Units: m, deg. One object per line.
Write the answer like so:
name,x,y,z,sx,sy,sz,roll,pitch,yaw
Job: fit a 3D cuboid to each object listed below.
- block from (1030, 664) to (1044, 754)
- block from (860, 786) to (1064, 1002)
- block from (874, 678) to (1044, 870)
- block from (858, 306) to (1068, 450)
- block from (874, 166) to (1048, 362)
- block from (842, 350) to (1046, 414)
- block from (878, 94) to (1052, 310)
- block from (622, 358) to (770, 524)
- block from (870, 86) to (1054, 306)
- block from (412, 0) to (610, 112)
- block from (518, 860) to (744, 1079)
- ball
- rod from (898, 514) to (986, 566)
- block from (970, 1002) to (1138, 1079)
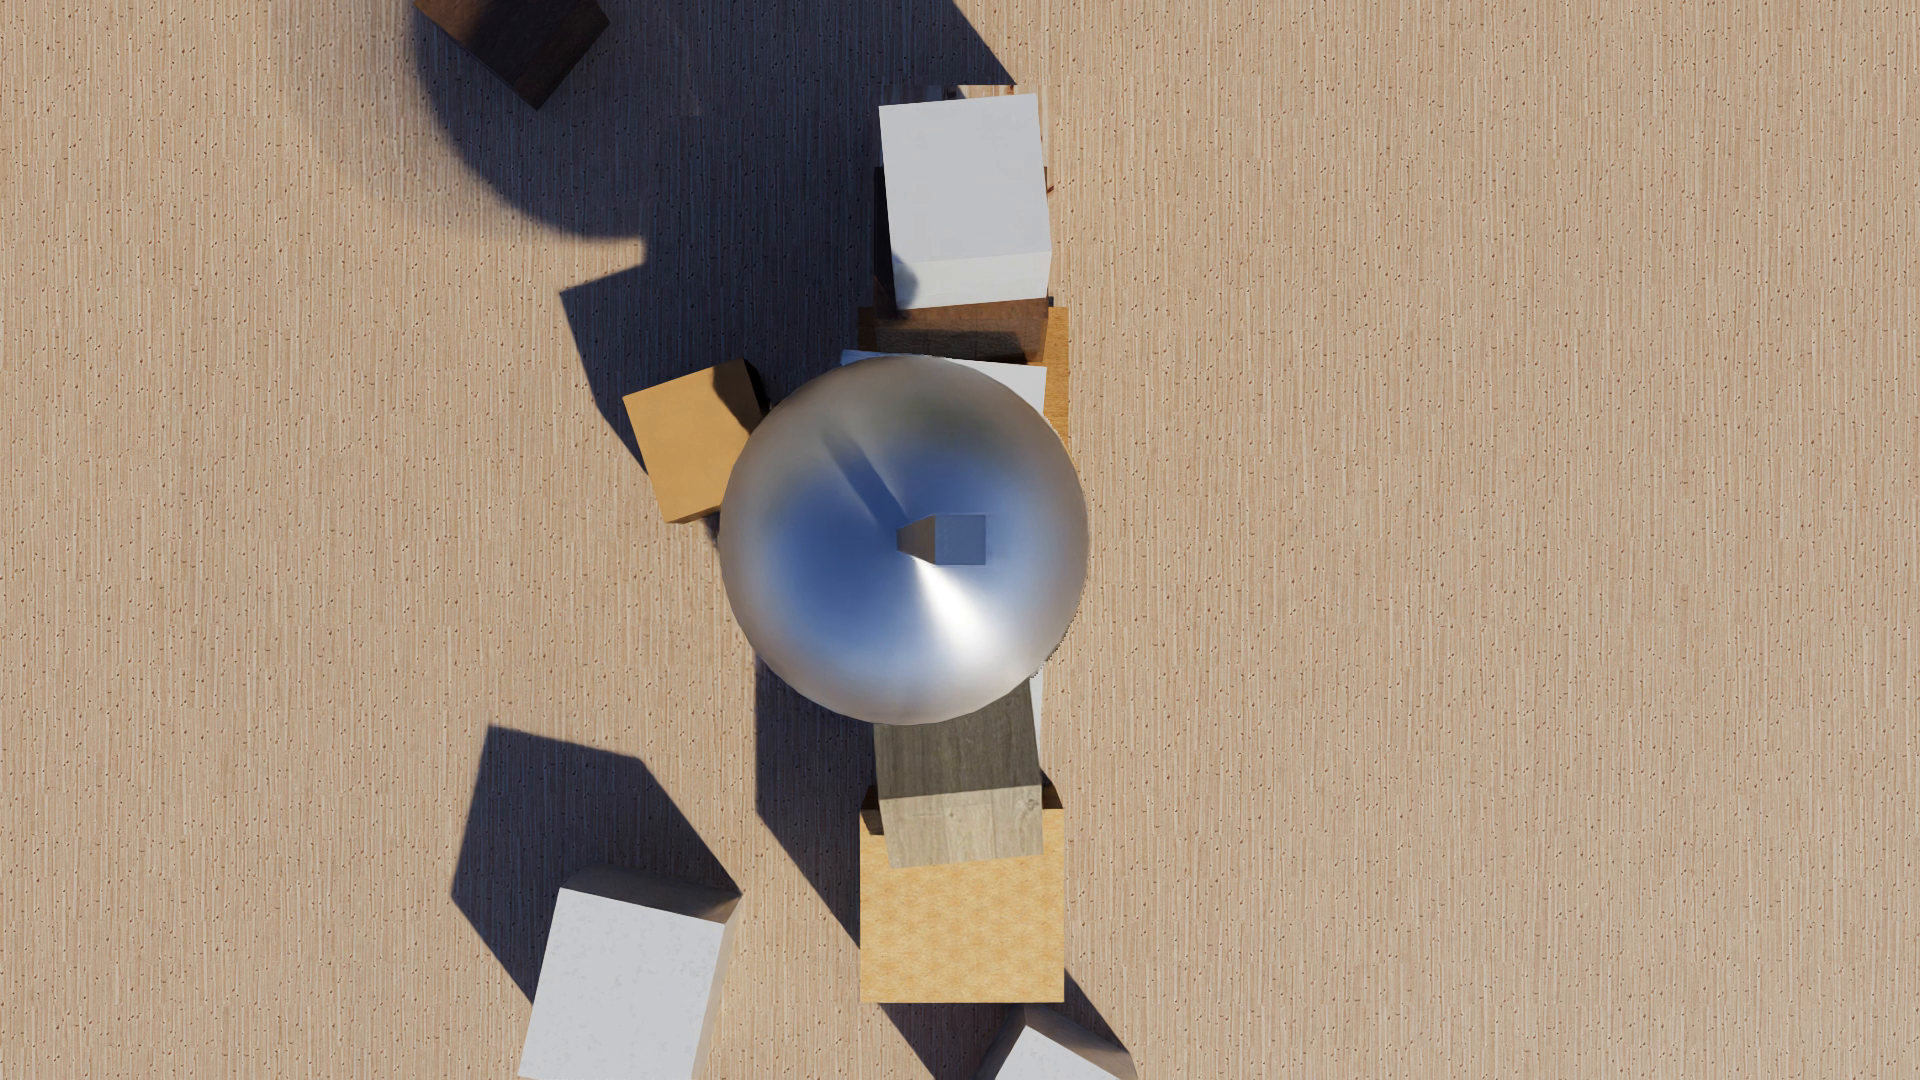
block,0.008,1.035,12.587,0.872,0.825,0.763,3,90,0
block,0.011,1.973,12.430,1.098,1.139,1.042,0,90,0
block,-0.019,1.099,11.573,0.817,0.831,0.921,-5,57,0
block,0.018,-0.766,12.422,1.134,1.156,0.980,0,90,0
block,0.005,-1.419,11.449,0.874,0.834,0.797,0,79,0
block,-0.119,-0.389,11.391,1.018,0.906,1.034,5,90,0
block,0.023,-1.632,10.691,0.747,0.735,0.785,-5,80,-1
block,-1.414,-0.552,12.563,0.698,0.874,0.733,-19,90,0
block,0.010,-1.867,12.466,0.997,1.068,1.202,0,90,0
block,-2.559,-3.024,12.630,0.718,0.741,0.681,40,90,0
block,-1.843,2.502,12.482,0.921,1.035,1.048,13,90,0
ball,-0.239,0.000,9.472,1.600,1.600,1.600,0,90,0
rod,-0.104,0.000,6.074,0.080,5.200,0.080,0,90,-2
block,0.491,3.193,12.547,0.747,0.906,0.783,30,90,0
